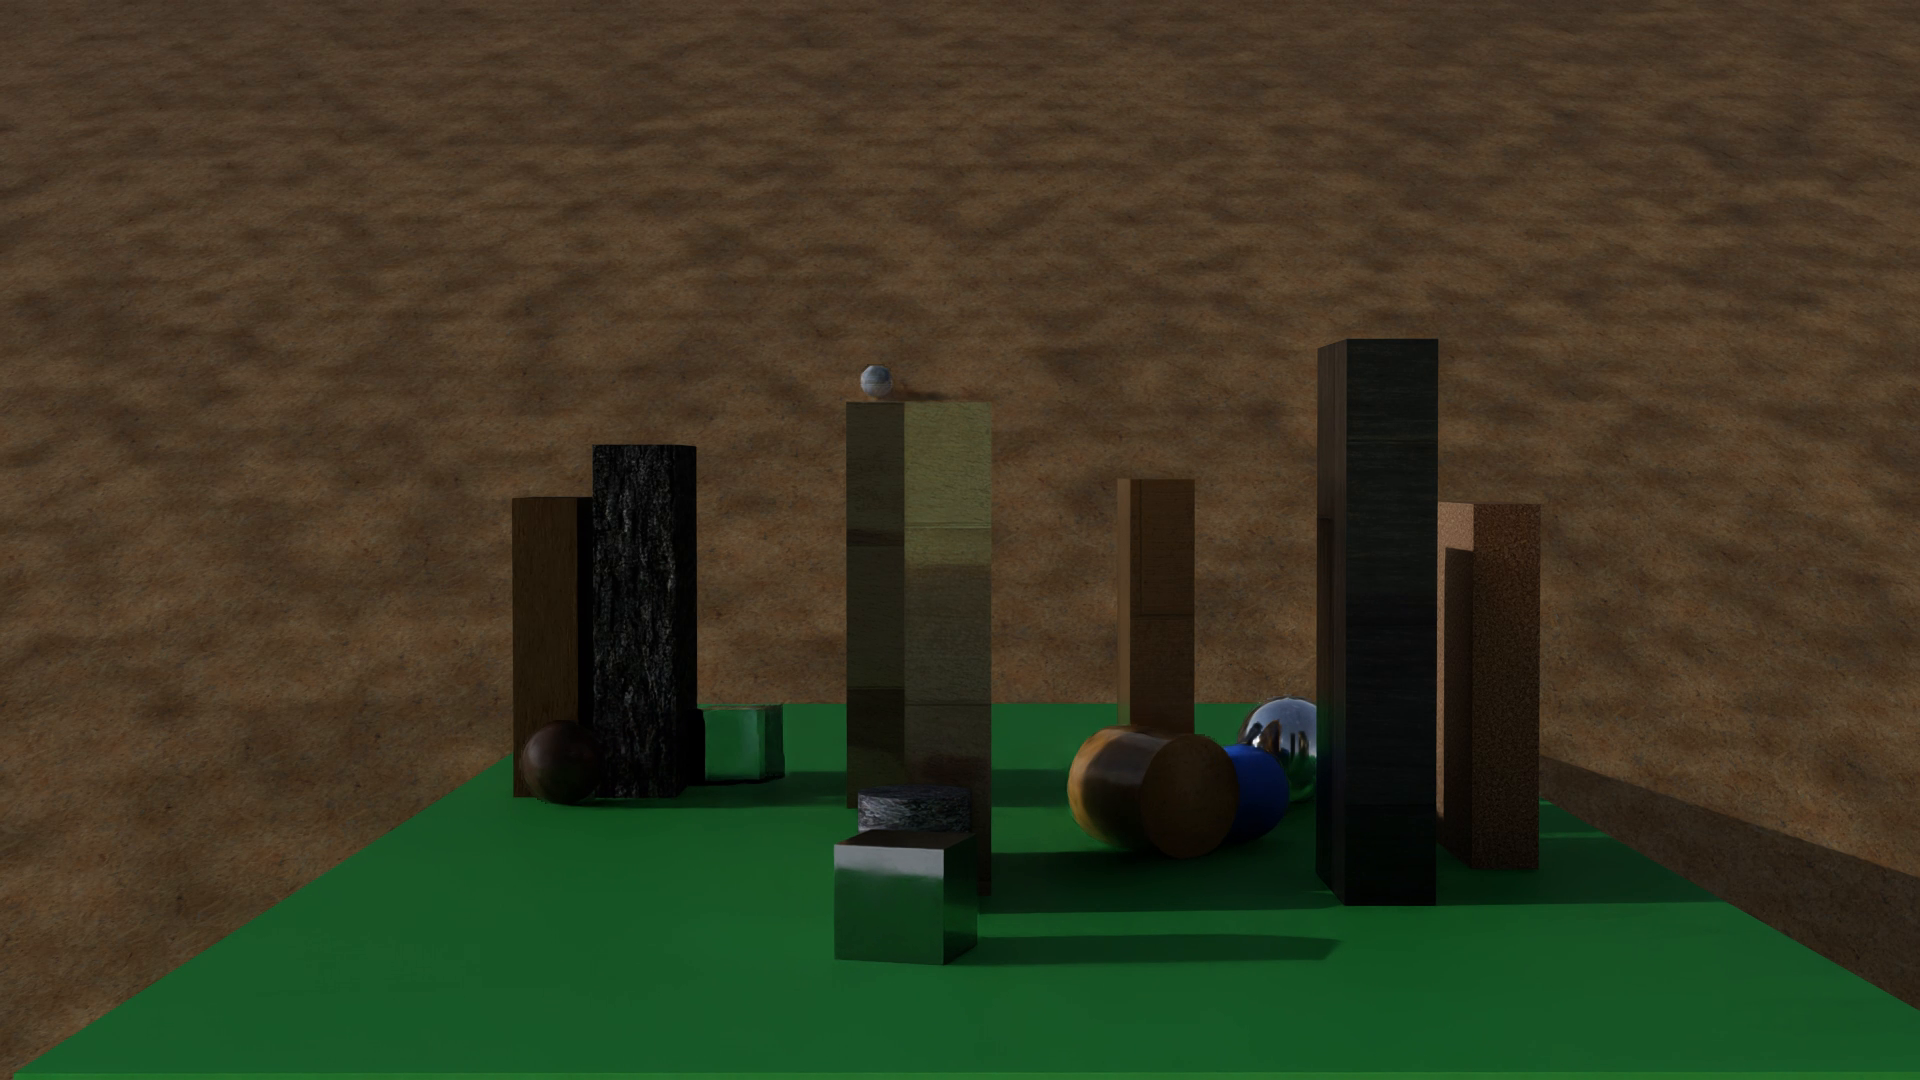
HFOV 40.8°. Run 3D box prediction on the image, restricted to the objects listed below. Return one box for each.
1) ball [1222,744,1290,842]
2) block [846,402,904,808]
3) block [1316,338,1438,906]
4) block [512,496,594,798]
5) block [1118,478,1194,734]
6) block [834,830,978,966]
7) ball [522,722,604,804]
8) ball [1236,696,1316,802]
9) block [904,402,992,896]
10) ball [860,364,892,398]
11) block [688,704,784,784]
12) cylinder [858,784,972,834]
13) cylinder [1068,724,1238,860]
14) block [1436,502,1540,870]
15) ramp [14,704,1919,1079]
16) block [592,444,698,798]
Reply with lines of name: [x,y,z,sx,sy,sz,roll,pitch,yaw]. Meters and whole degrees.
ball: [0.452,0.406,4.147,0.155,0.155,0.155,0,25,0]
block: [-0.149,0.109,4.748,0.102,0.716,0.429,0,2,0]
block: [0.589,0.110,3.663,0.125,0.775,0.285,0,2,0]
block: [-0.755,0.193,4.822,0.118,0.545,0.261,0,2,0]
block: [0.328,0.188,4.349,0.105,0.581,0.335,0,2,0]
block: [-0.066,0.441,3.196,0.141,0.141,0.141,0,2,17]
ball: [-0.709,0.398,4.606,0.147,0.147,0.147,0,25,0]
ball: [0.590,0.375,4.618,0.190,0.190,0.190,0,25,0]
block: [-0.017,0.148,3.804,0.121,0.691,0.393,0,2,0]
ball: [-0.280,-0.532,8.647,0.109,0.109,0.109,0,25,0]
block: [-0.425,0.388,4.901,0.140,0.140,0.140,-2,0,16]
cylinder: [-0.062,0.423,3.537,0.156,0.156,0.156,0,2,0]
cylinder: [0.301,0.392,4.032,0.191,0.191,0.191,-17,10,-31]
block: [0.815,0.215,3.999,0.100,0.545,0.306,0,2,0]
ramp: [0.058,0.522,4.561,2.000,0.100,4.000,0,2,0]
block: [-0.591,0.143,4.870,0.150,0.642,0.384,0,2,0]
